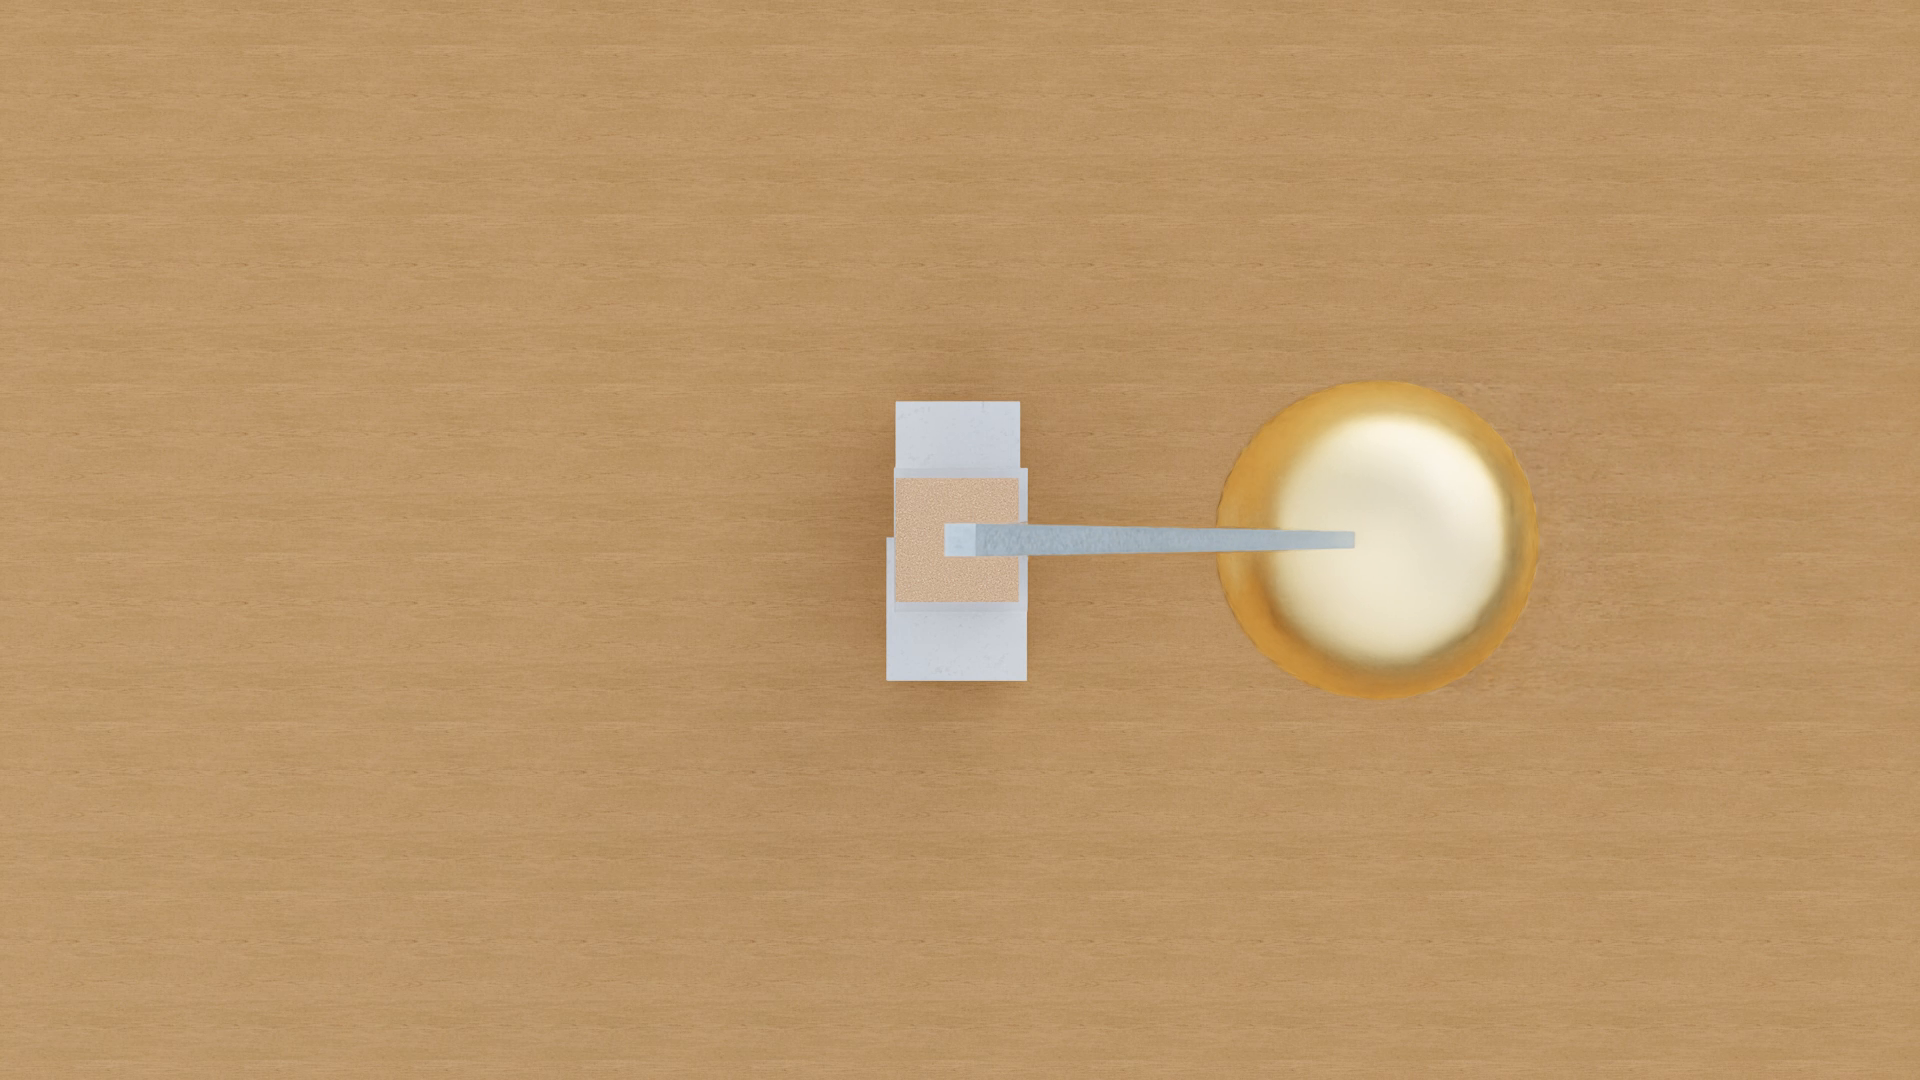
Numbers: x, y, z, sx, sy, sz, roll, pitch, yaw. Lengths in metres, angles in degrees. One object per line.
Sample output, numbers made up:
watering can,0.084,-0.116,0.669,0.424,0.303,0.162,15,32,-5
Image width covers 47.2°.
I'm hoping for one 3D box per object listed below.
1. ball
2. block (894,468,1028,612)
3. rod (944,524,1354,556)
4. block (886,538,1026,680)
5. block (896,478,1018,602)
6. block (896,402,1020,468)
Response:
ball,2.074,0.000,10.998,1.600,1.600,1.600,0,90,0
block,0.004,0.000,11.213,0.659,0.723,0.710,0,90,0
rod,0.899,0.000,7.808,0.080,5.200,0.080,0,90,20
block,-0.018,0.381,12.569,0.773,0.862,0.790,0,90,0
block,-0.014,0.000,10.566,0.577,0.572,0.581,0,90,0
block,-0.011,-0.400,12.669,0.697,0.662,0.753,0,90,0
